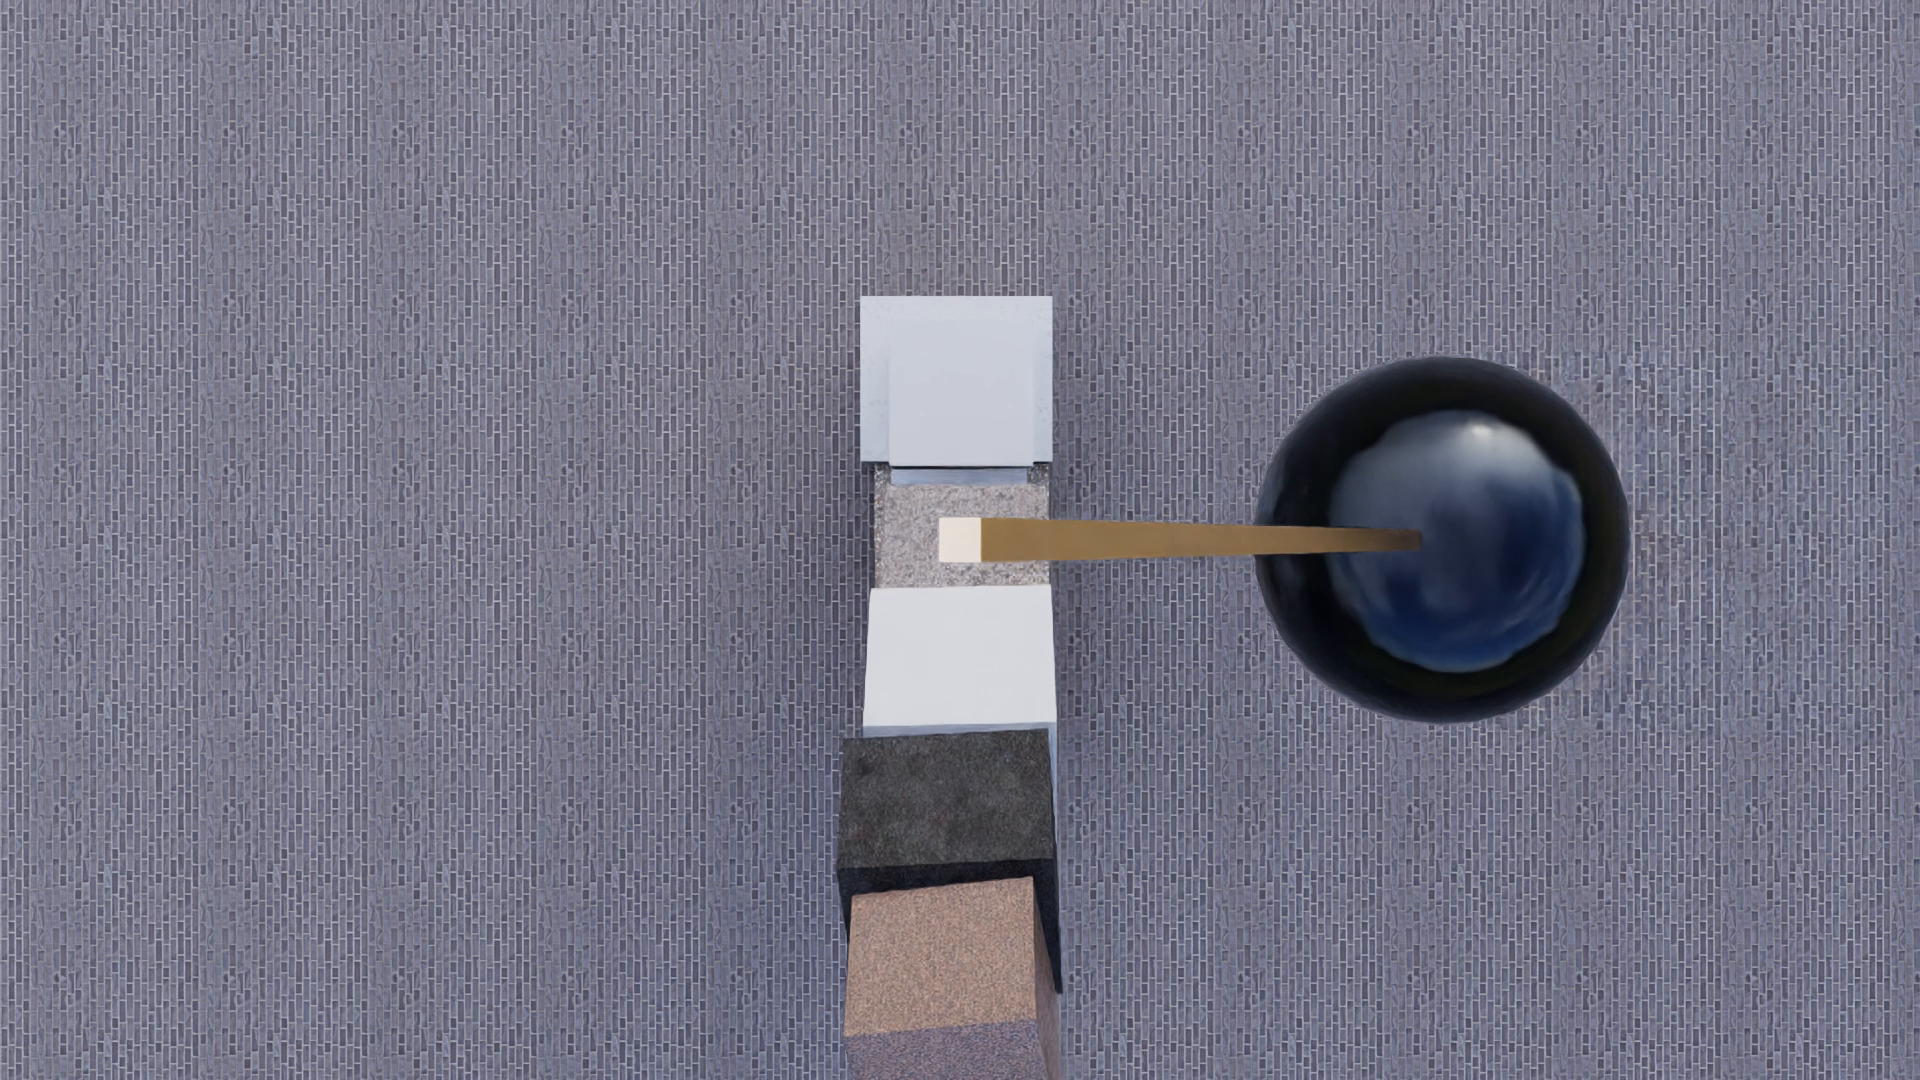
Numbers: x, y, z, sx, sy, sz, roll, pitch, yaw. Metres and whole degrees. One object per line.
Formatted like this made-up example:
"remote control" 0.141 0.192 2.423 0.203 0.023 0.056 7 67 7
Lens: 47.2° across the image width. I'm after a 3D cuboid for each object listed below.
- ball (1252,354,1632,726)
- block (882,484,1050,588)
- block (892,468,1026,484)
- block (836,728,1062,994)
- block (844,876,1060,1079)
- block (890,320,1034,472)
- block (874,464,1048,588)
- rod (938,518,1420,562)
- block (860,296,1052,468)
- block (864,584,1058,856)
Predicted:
"ball" 2.074 0.000 9.532 1.600 1.600 1.600 0 90 0
"block" 0.028 0.290 10.819 0.790 0.838 0.768 0 130 0
"block" -0.003 -0.028 11.744 0.696 0.718 0.681 0 90 0
"block" -0.031 1.413 9.541 0.889 0.750 0.866 -3 130 3
"block" -0.013 1.964 9.028 0.753 0.731 0.808 -7 129 6
"block" 0.008 -0.739 11.491 0.723 0.857 0.734 0 90 0
"block" 0.006 0.072 12.552 0.957 0.897 0.977 0 90 0
"rod" 0.899 0.000 6.342 0.080 5.200 0.080 0 90 20
"block" -0.020 -0.874 12.460 1.040 1.081 0.895 0 90 0
"block" 0.017 0.870 10.167 0.838 0.906 0.945 -1 130 1
